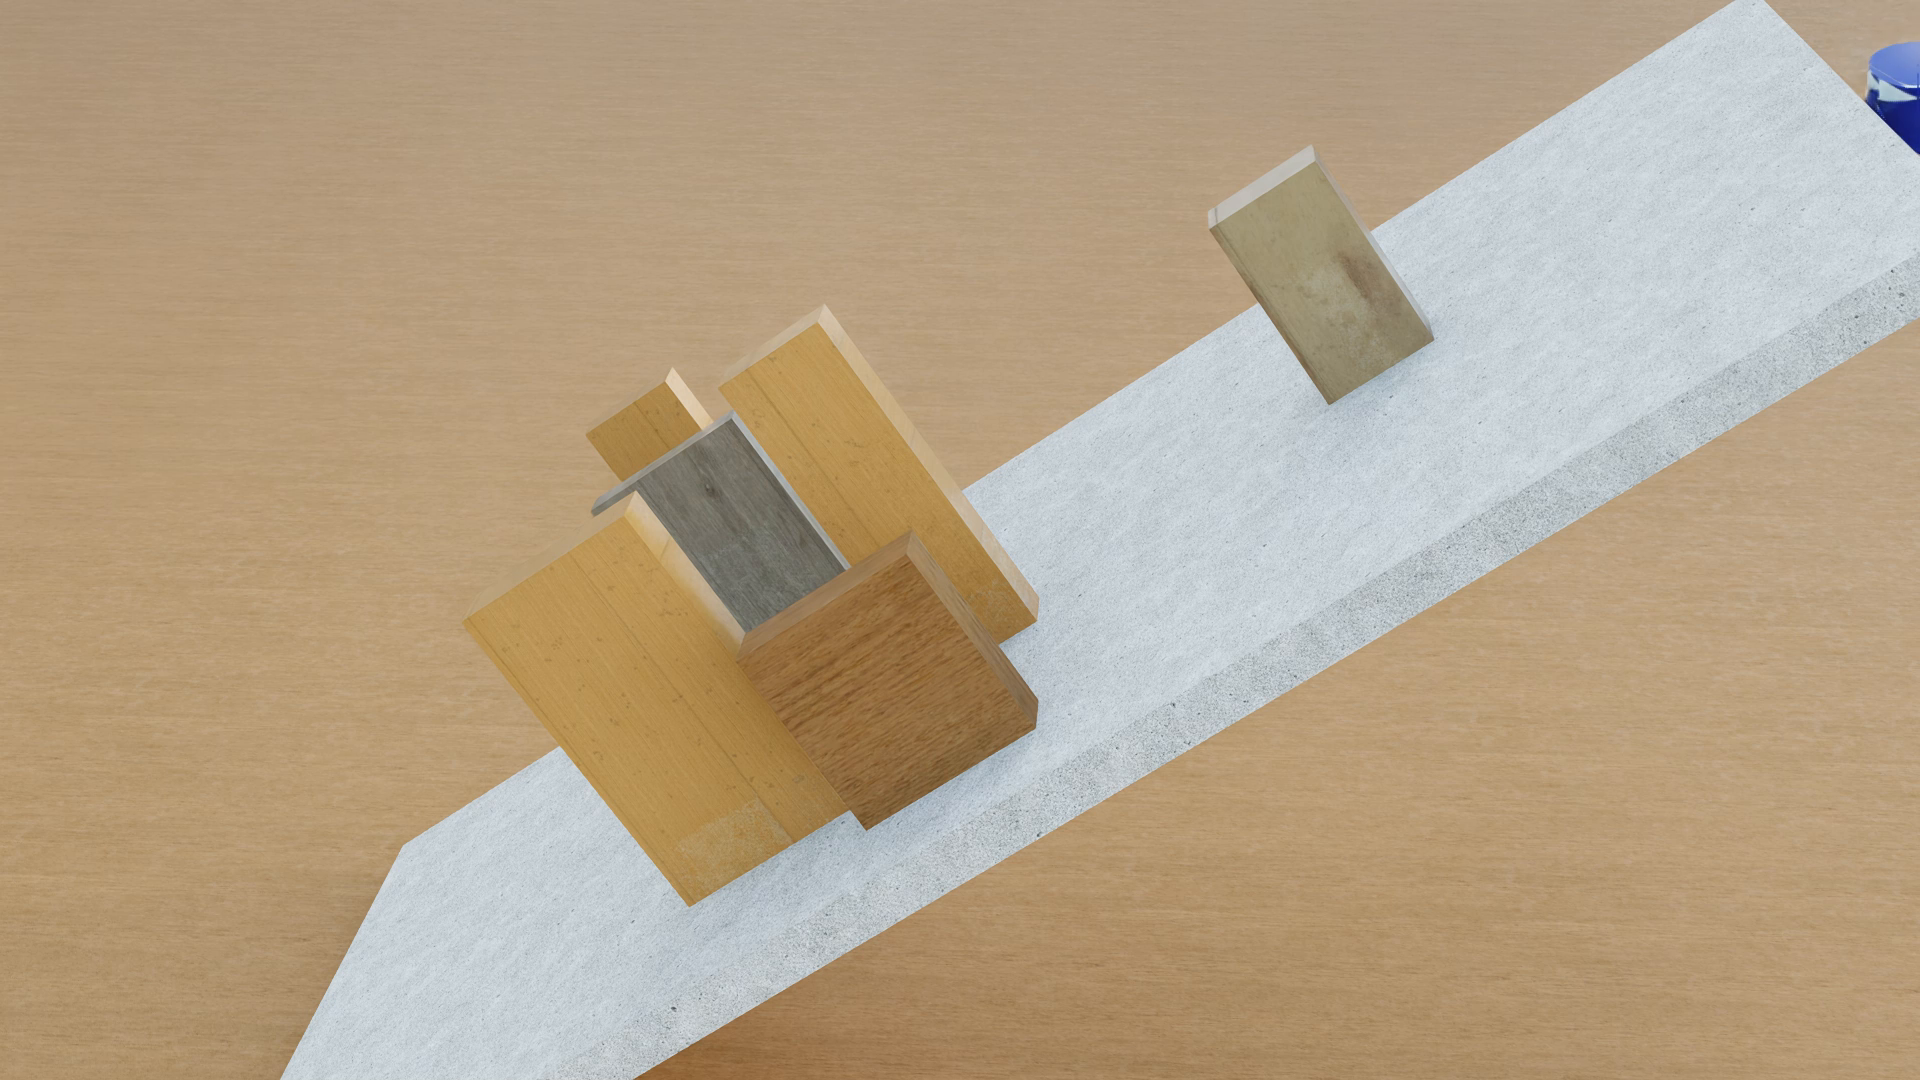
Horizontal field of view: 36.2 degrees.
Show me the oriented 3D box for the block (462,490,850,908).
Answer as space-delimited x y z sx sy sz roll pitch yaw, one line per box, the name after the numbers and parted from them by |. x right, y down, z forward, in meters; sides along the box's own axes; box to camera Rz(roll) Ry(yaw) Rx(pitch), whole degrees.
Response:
-0.589 0.321 5.836 0.402 0.746 0.141 -32 16 15 | block

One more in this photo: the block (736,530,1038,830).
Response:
-0.136 0.269 5.613 0.396 0.425 0.131 -32 16 15 | block

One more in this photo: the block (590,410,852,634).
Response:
-0.510 0.043 6.794 0.405 0.585 0.081 -32 16 15 | block

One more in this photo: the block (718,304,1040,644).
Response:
-0.161 -0.093 6.069 0.251 0.777 0.127 -32 16 15 | block

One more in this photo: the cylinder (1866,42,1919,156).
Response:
1.909 -0.867 5.887 0.188 0.188 0.188 -5 37 4 | cylinder

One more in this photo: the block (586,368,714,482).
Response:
-0.595 -0.066 7.111 0.241 0.685 0.110 -32 16 15 | block

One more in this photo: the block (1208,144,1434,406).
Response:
0.743 -0.545 6.060 0.254 0.453 0.144 -32 16 15 | block

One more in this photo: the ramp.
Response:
0.136 0.173 6.305 4.000 0.100 2.000 -32 16 15 | ramp
